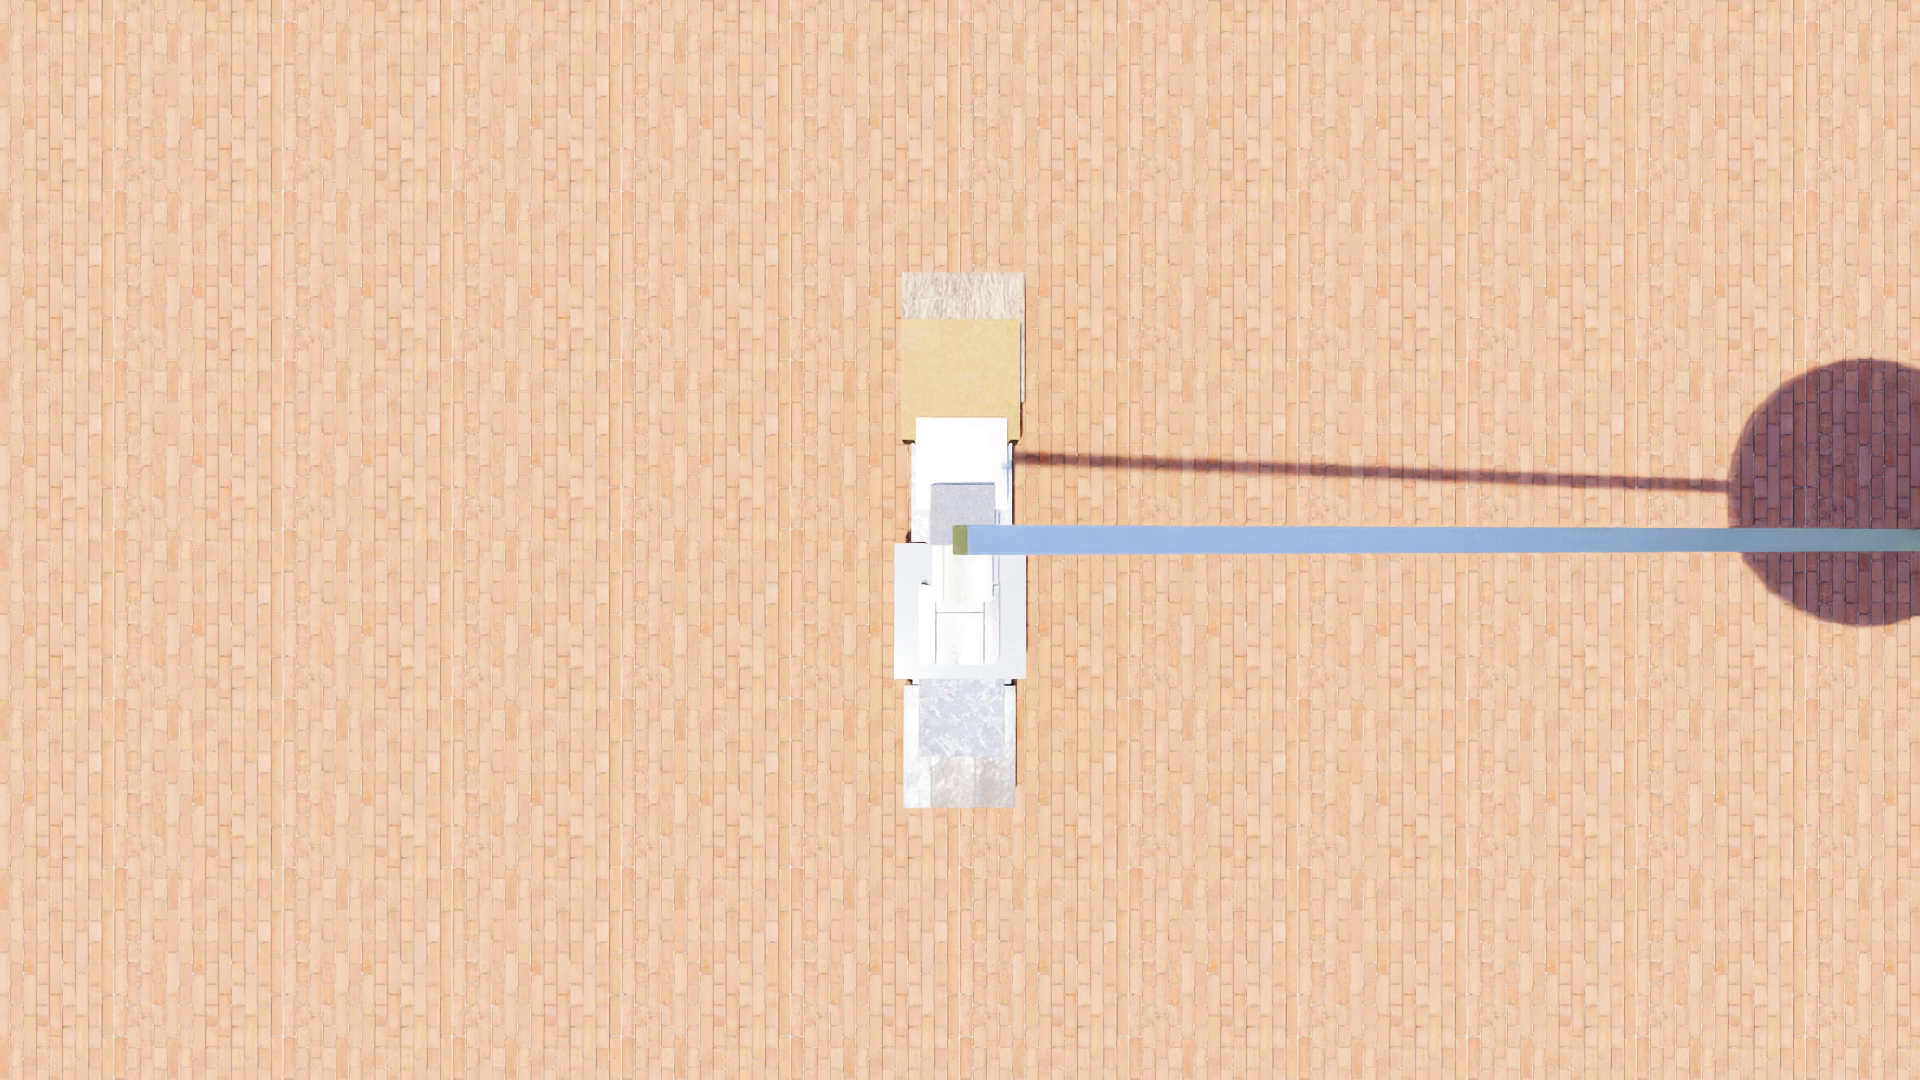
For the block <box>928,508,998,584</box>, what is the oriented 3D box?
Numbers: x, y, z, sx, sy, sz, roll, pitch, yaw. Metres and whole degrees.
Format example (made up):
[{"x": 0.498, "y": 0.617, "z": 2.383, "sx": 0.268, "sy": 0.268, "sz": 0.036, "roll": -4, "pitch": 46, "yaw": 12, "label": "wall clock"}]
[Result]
[{"x": 0.016, "y": 0.031, "z": 11.550, "sx": 0.362, "sy": 0.385, "sz": 0.393, "roll": 0, "pitch": 90, "yaw": 0, "label": "block"}]

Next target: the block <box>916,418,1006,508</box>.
[{"x": 0.008, "y": -0.403, "z": 11.511, "sx": 0.465, "sy": 0.394, "sz": 0.464, "roll": 0, "pitch": 92, "yaw": 0, "label": "block"}]

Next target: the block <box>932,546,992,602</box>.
[{"x": 0.013, "y": 0.165, "z": 11.201, "sx": 0.299, "sy": 0.315, "sz": 0.279, "roll": 0, "pitch": 91, "yaw": 0, "label": "block"}]

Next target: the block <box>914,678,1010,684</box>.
[{"x": 0.012, "y": 0.496, "z": 12.683, "sx": 0.550, "sy": 0.635, "sz": 0.625, "roll": 0, "pitch": 90, "yaw": 0, "label": "block"}]

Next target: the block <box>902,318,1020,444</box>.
[{"x": 0.003, "y": -0.856, "z": 12.018, "sx": 0.632, "sy": 0.630, "sz": 0.642, "roll": 0, "pitch": 90, "yaw": 0, "label": "block"}]

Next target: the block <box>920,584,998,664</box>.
[{"x": -0.004, "y": 0.439, "z": 11.560, "sx": 0.412, "sy": 0.368, "sz": 0.410, "roll": 0, "pitch": 90, "yaw": 0, "label": "block"}]

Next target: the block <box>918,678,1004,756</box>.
[{"x": 0.006, "y": 0.963, "z": 12.135, "sx": 0.461, "sy": 0.389, "sz": 0.427, "roll": 0, "pitch": 90, "yaw": 0, "label": "block"}]

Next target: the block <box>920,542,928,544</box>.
[{"x": 0.014, "y": -0.059, "z": 12.712, "sx": 0.472, "sy": 0.576, "sz": 0.465, "roll": 0, "pitch": 90, "yaw": 0, "label": "block"}]

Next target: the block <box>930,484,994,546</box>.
[{"x": 0.011, "y": -0.132, "z": 11.180, "sx": 0.326, "sy": 0.292, "sz": 0.307, "roll": 0, "pitch": 93, "yaw": 0, "label": "block"}]

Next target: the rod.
[{"x": 2.234, "y": 0.000, "z": 7.141, "sx": 5.200, "sy": 0.080, "sz": 0.080, "roll": 0, "pitch": 90, "yaw": -31, "label": "rod"}]

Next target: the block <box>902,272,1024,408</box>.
[{"x": 0.019, "y": -1.139, "z": 12.666, "sx": 0.686, "sy": 0.667, "sz": 0.724, "roll": 0, "pitch": 90, "yaw": 0, "label": "block"}]

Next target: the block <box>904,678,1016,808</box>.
[{"x": -0.002, "y": 1.160, "z": 12.665, "sx": 0.626, "sy": 0.670, "sz": 0.683, "roll": 0, "pitch": 90, "yaw": 0, "label": "block"}]

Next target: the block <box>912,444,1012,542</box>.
[{"x": 0.010, "y": -0.258, "z": 12.165, "sx": 0.543, "sy": 0.517, "sz": 0.533, "roll": 0, "pitch": 90, "yaw": 0, "label": "block"}]

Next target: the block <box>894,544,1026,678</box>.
[{"x": 0.002, "y": 0.379, "z": 12.055, "sx": 0.701, "sy": 0.621, "sz": 0.721, "roll": 0, "pitch": 90, "yaw": 0, "label": "block"}]
